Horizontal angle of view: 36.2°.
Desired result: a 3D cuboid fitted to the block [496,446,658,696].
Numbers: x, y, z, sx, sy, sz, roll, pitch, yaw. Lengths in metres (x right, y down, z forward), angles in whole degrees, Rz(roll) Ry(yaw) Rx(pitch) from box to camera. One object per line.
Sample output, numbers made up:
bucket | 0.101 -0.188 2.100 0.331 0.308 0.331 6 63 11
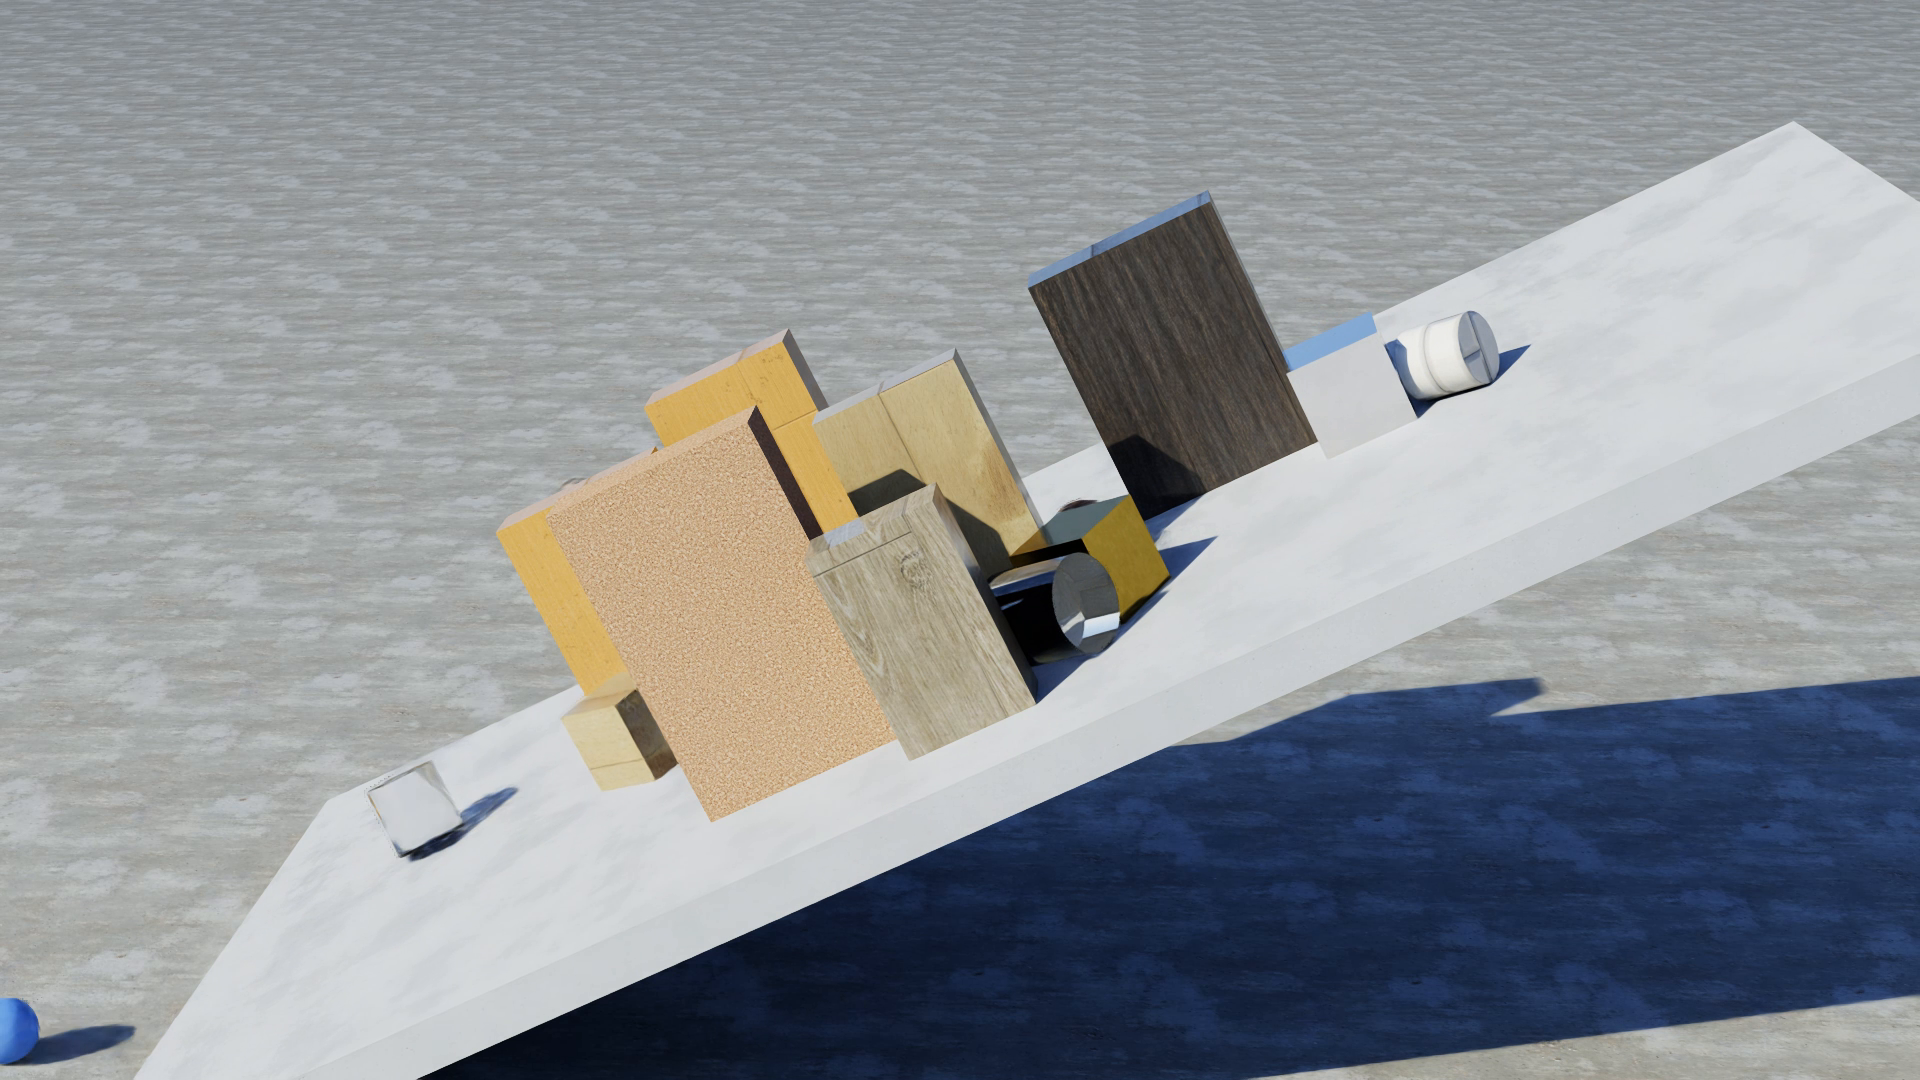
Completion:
block | -0.773 0.111 6.878 0.398 0.529 0.136 -25 14 10

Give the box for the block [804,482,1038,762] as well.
block | -0.070 0.155 5.561 0.267 0.440 0.137 -25 14 10

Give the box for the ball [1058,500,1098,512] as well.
ball | 0.264 -0.005 6.129 0.159 0.159 0.159 0 16 0

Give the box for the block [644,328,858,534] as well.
block | -0.442 -0.145 7.036 0.368 0.608 0.149 -25 14 10

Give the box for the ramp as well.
ramp | 0.138 0.168 6.281 4.000 0.100 2.000 -25 14 10

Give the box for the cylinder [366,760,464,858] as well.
cylinder | -1.226 0.606 6.626 0.164 0.164 0.164 -26 3 2

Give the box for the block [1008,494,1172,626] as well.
block | 0.259 0.054 5.843 0.192 0.192 0.192 -15 18 41

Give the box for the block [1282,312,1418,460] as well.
block | 0.817 -0.326 6.173 0.205 0.205 0.205 -25 14 11

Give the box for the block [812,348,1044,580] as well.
block | -0.028 -0.064 6.017 0.319 0.571 0.102 -25 14 10

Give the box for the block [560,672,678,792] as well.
block | -0.703 0.405 6.378 0.189 0.189 0.189 -14 19 43

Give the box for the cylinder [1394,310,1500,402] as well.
cylinder | 1.012 -0.382 6.114 0.156 0.156 0.156 -16 3 40

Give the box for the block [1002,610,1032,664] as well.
block | 0.039 0.229 5.766 0.121 0.121 0.121 -15 18 42

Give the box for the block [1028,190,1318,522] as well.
block | 0.462 -0.394 6.317 0.425 0.570 0.145 -25 14 10

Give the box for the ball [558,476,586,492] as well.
ball | -1.304 -0.114 10.187 0.209 0.209 0.209 0 16 0

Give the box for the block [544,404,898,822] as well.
block | -0.444 0.147 5.760 0.440 0.692 0.147 -25 14 10

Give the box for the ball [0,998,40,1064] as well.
ball | -2.051 1.053 6.319 0.141 0.141 0.141 0 16 0

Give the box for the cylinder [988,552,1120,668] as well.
cylinder | 0.170 0.139 5.691 0.196 0.196 0.196 -15 3 41
